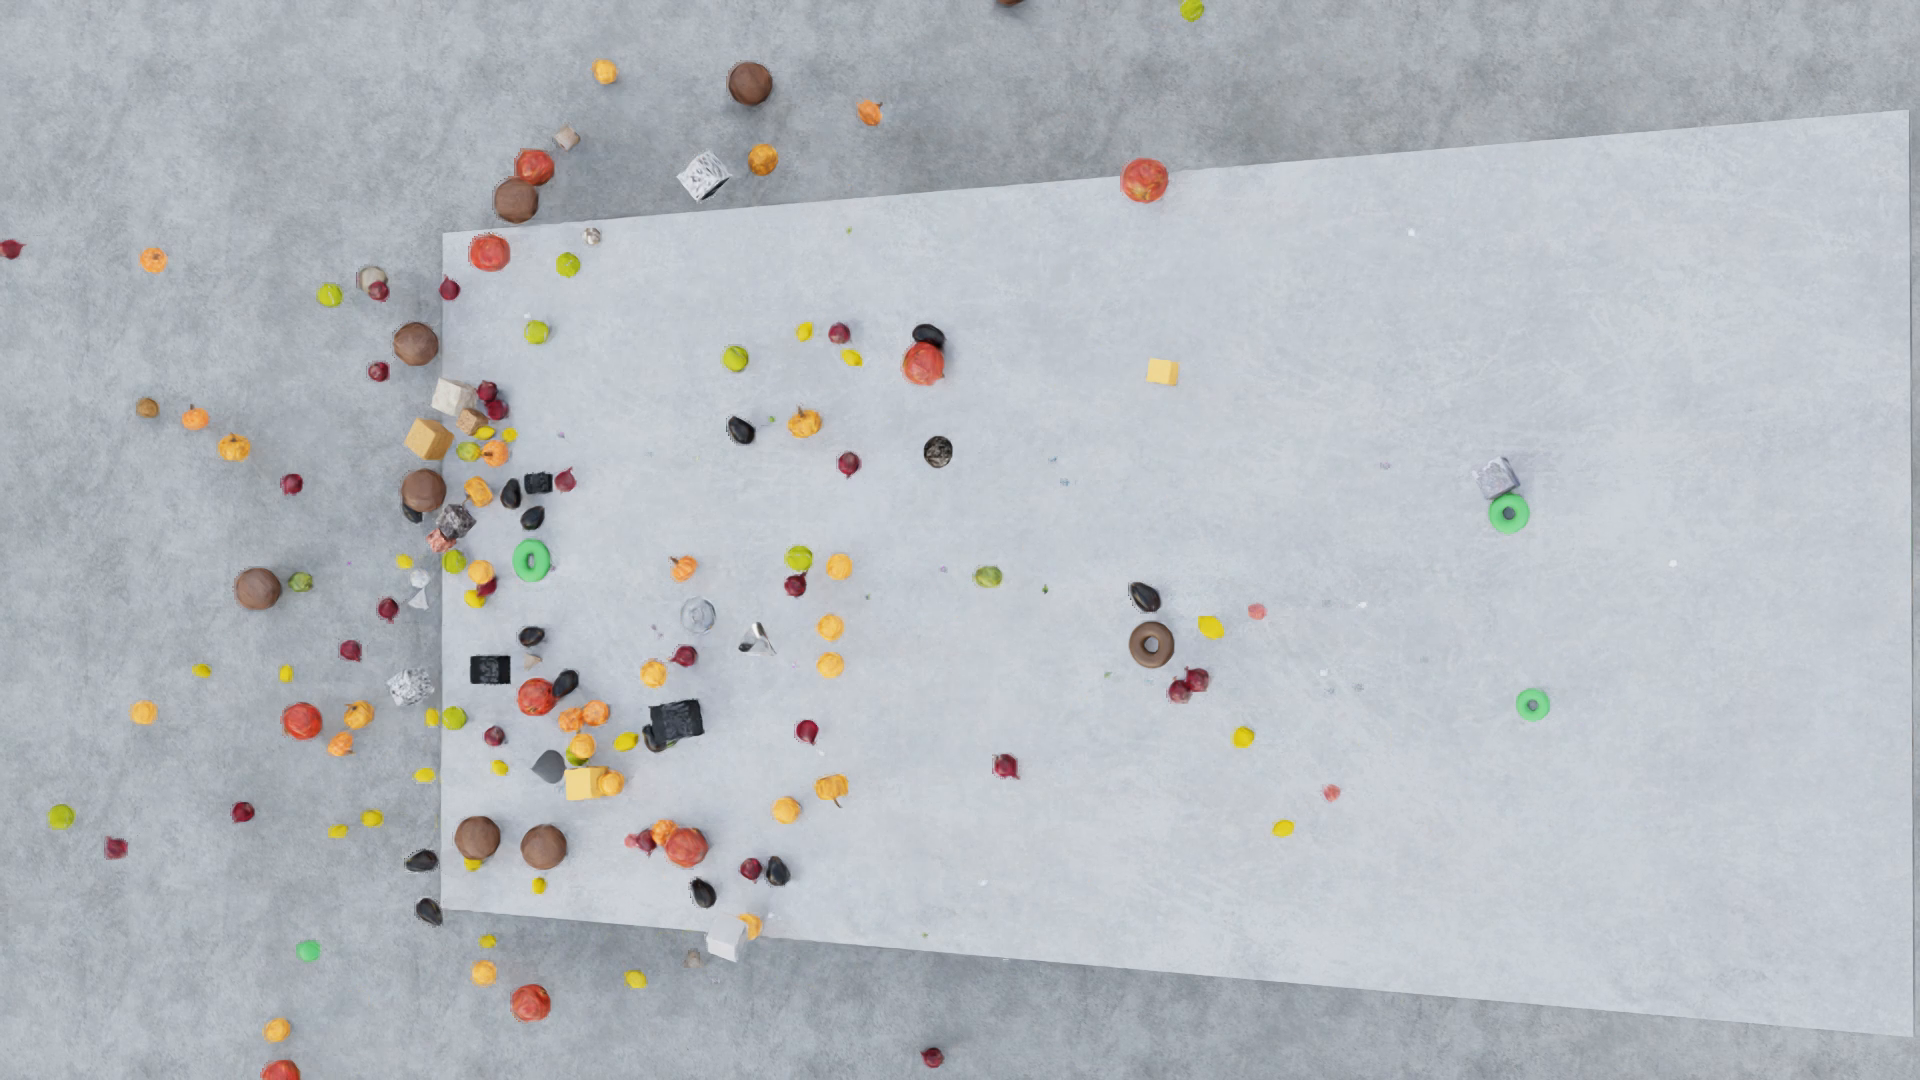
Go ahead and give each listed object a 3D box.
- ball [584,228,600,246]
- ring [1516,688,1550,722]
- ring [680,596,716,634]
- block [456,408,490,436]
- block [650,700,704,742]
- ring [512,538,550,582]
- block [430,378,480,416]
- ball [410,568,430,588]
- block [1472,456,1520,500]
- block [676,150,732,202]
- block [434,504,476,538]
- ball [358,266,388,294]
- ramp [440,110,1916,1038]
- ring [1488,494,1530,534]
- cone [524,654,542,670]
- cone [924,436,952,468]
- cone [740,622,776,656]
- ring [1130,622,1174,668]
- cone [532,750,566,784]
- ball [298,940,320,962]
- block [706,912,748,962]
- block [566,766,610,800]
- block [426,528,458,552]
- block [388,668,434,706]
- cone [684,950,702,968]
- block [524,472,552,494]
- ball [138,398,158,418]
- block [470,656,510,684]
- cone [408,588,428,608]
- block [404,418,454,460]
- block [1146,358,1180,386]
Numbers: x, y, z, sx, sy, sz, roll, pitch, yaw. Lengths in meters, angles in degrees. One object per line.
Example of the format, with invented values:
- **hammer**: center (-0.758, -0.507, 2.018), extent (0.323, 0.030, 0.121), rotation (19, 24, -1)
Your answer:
- **ball**: center (-1.047, -0.863, 6.256), extent (0.050, 0.050, 0.050), rotation (0, 89, 0)
- **ring**: center (1.325, 0.381, 5.084), extent (0.077, 0.026, 0.077), rotation (0, 91, 26)
- **ring**: center (-0.727, 0.209, 6.094), extent (0.109, 0.036, 0.109), rotation (0, 89, 25)
- **block**: center (-1.426, -0.344, 6.432), extent (0.059, 0.059, 0.059), rotation (34, 104, 23)
- **block**: center (-0.783, 0.500, 6.083), extent (0.099, 0.099, 0.099), rotation (-12, 84, 26)
- **ring**: center (-1.237, 0.058, 6.344), extent (0.128, 0.043, 0.128), rotation (1, 92, 30)
- **block**: center (-1.478, -0.416, 6.443), extent (0.088, 0.088, 0.088), rotation (23, 99, 25)
- **ball**: center (-1.600, 0.113, 6.517), extent (0.056, 0.056, 0.056), rotation (0, 89, 0)
- **block**: center (1.244, -0.142, 5.102), extent (0.074, 0.074, 0.074), rotation (-30, 77, 23)
- **block**: center (-0.718, -1.023, 6.180), extent (0.093, 0.093, 0.093), rotation (-37, 94, 29)
- **block**: center (-1.480, -0.054, 6.450), extent (0.069, 0.069, 0.069), rotation (-46, 71, 18)
- **ball**: center (-1.755, -0.776, 6.571), extent (0.086, 0.086, 0.086), rotation (0, 89, 0)
- **ramp**: center (0.280, 0.080, 5.673), extent (4.000, 0.100, 2.000), rotation (0, 89, 26)
- **ring**: center (1.276, -0.062, 5.110), extent (0.094, 0.031, 0.094), rotation (-1, 87, 26)
- **cone**: center (-1.228, 0.349, 6.347), extent (0.053, 0.053, 0.053), rotation (-8, 89, -1)
- **cone**: center (-0.076, -0.233, 5.749), extent (0.086, 0.086, 0.086), rotation (0, 89, 26)
- **cone**: center (-0.530, 0.288, 5.948), extent (0.095, 0.095, 0.095), rotation (37, 89, -28)
- **ring**: center (0.479, 0.262, 5.495), extent (0.119, 0.040, 0.119), rotation (0, 90, 25)
- **cone**: center (-1.197, 0.653, 6.287), extent (0.097, 0.097, 0.097), rotation (0, 89, 26)
- **ball**: center (-1.942, 1.225, 6.560), extent (0.063, 0.063, 0.063), rotation (0, 89, 0)
- **block**: center (-0.625, 1.070, 5.918), extent (0.081, 0.081, 0.081), rotation (17, 50, 14)
- **block**: center (-1.055, 0.687, 6.223), extent (0.085, 0.085, 0.085), rotation (-6, 87, 26)
- **block**: center (-1.528, 0.000, 6.482), extent (0.054, 0.054, 0.054), rotation (-40, 73, 20)
- **block**: center (-1.627, 0.435, 6.513), extent (0.083, 0.083, 0.083), rotation (-33, 74, 24)
- **cone**: center (-0.795, 1.244, 6.561), extent (0.057, 0.057, 0.057), rotation (4, 88, 0)
- **block**: center (-1.212, -0.162, 6.327), extent (0.055, 0.055, 0.055), rotation (-7, 86, 26)
- **ball**: center (-2.429, -0.394, 6.580), extent (0.059, 0.059, 0.059), rotation (0, 89, 0)
- **block**: center (-1.365, 0.376, 6.383), extent (0.080, 0.080, 0.080), rotation (0, 89, 26)
- **cone**: center (-1.601, 0.167, 6.533), extent (0.059, 0.059, 0.059), rotation (13, 70, 0)
- **block**: center (-1.565, -0.296, 6.485), extent (0.087, 0.087, 0.087), rotation (36, 105, 22)
- **block**: center (0.506, -0.419, 5.479), extent (0.058, 0.058, 0.058), rotation (11, 94, 26)
